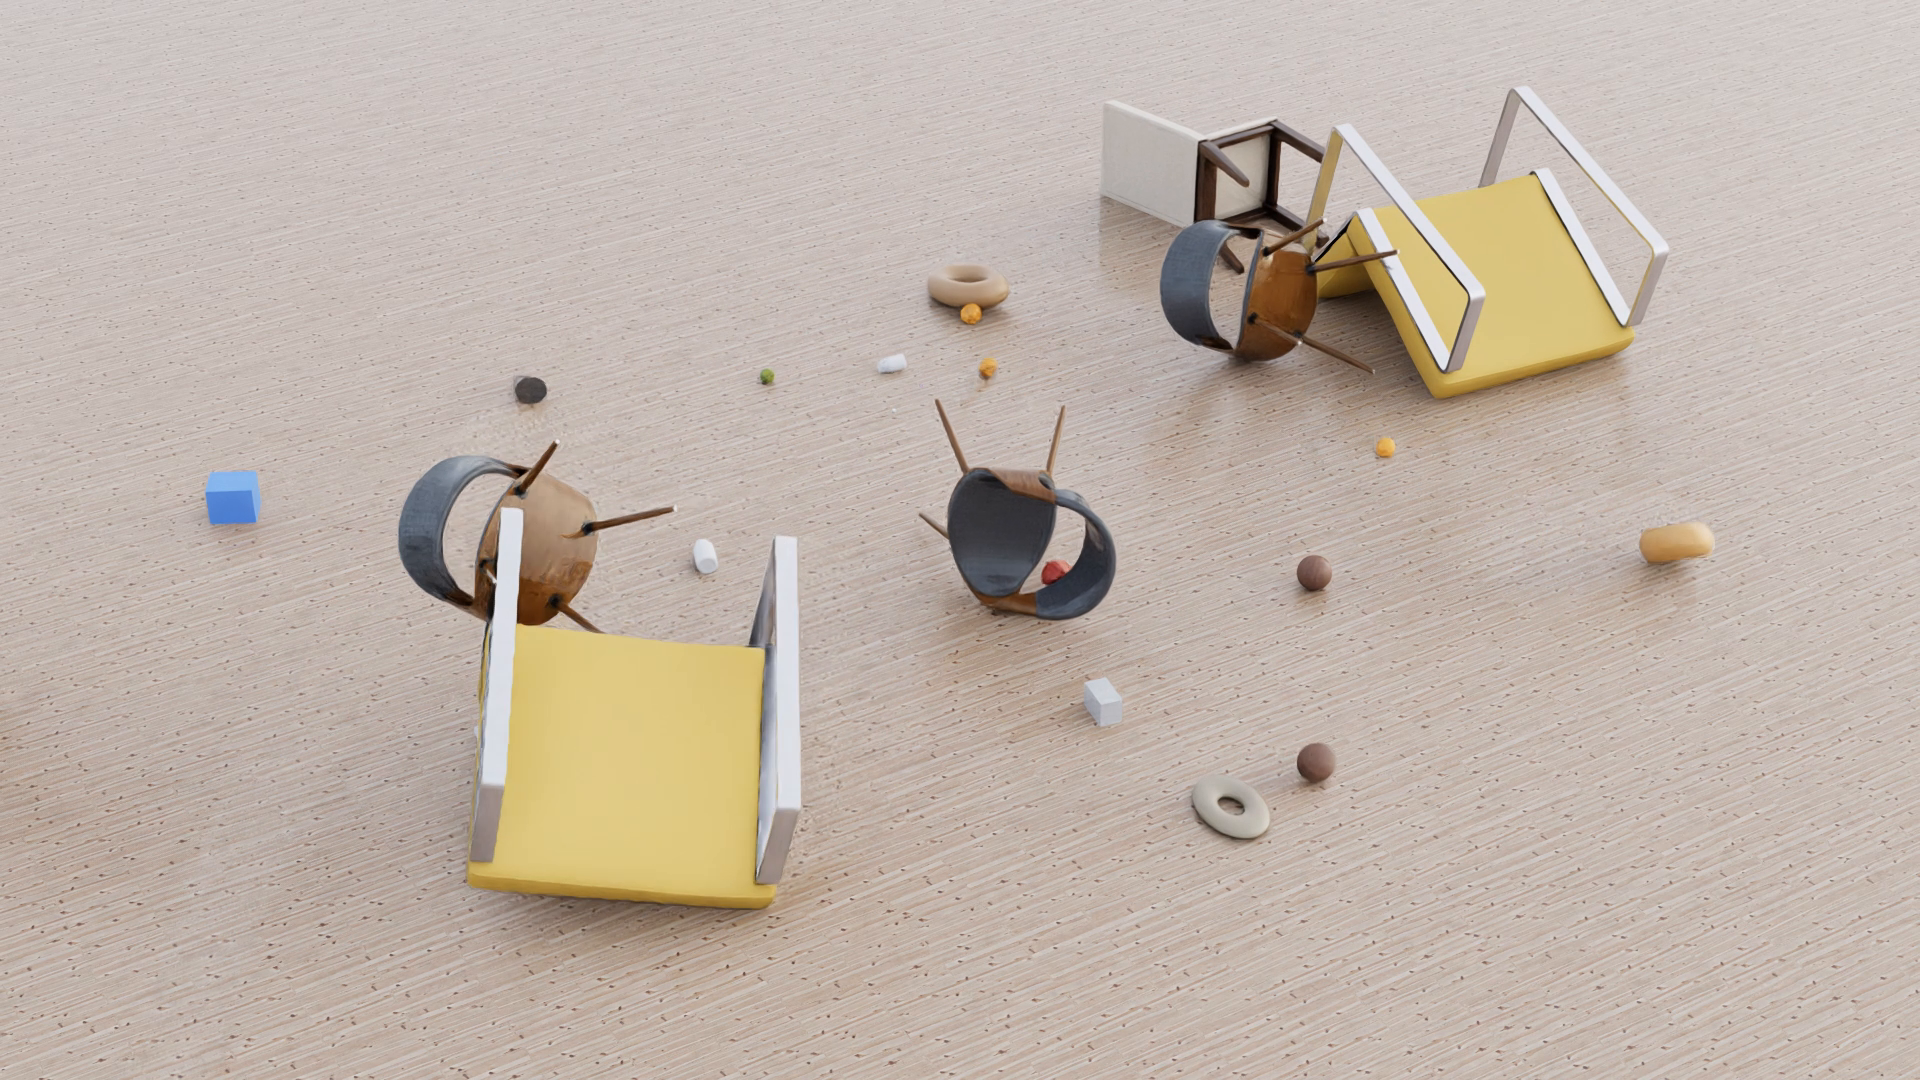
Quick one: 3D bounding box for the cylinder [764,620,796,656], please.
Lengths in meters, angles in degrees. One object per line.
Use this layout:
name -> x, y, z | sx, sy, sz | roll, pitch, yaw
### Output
cylinder -> -0.635, 0.347, 10.332 | 0.092, 0.094, 0.092 | -29, 22, 28

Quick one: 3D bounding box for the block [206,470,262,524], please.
block -> -2.740, -0.160, 11.055 | 0.172, 0.145, 0.138 | -2, 33, -3

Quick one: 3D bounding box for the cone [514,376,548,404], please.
cone -> -1.767, -0.636, 11.858 | 0.131, 0.112, 0.242 | 4, 15, -26

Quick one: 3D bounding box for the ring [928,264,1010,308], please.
ring -> 0.034, -1.079, 12.452 | 0.409, 0.111, 0.282 | 19, 37, 40

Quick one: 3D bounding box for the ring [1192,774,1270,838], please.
ring -> 0.885, 0.869, 9.581 | 0.225, 0.049, 0.333 | -15, 37, -20

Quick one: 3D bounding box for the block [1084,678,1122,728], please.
block -> 0.489, 0.554, 10.018 | 0.080, 0.094, 0.140 | -12, 35, -18

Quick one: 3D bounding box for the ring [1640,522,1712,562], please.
ring -> 2.609, 0.007, 10.683 | 0.254, 0.121, 0.381 | -7, -4, 0
